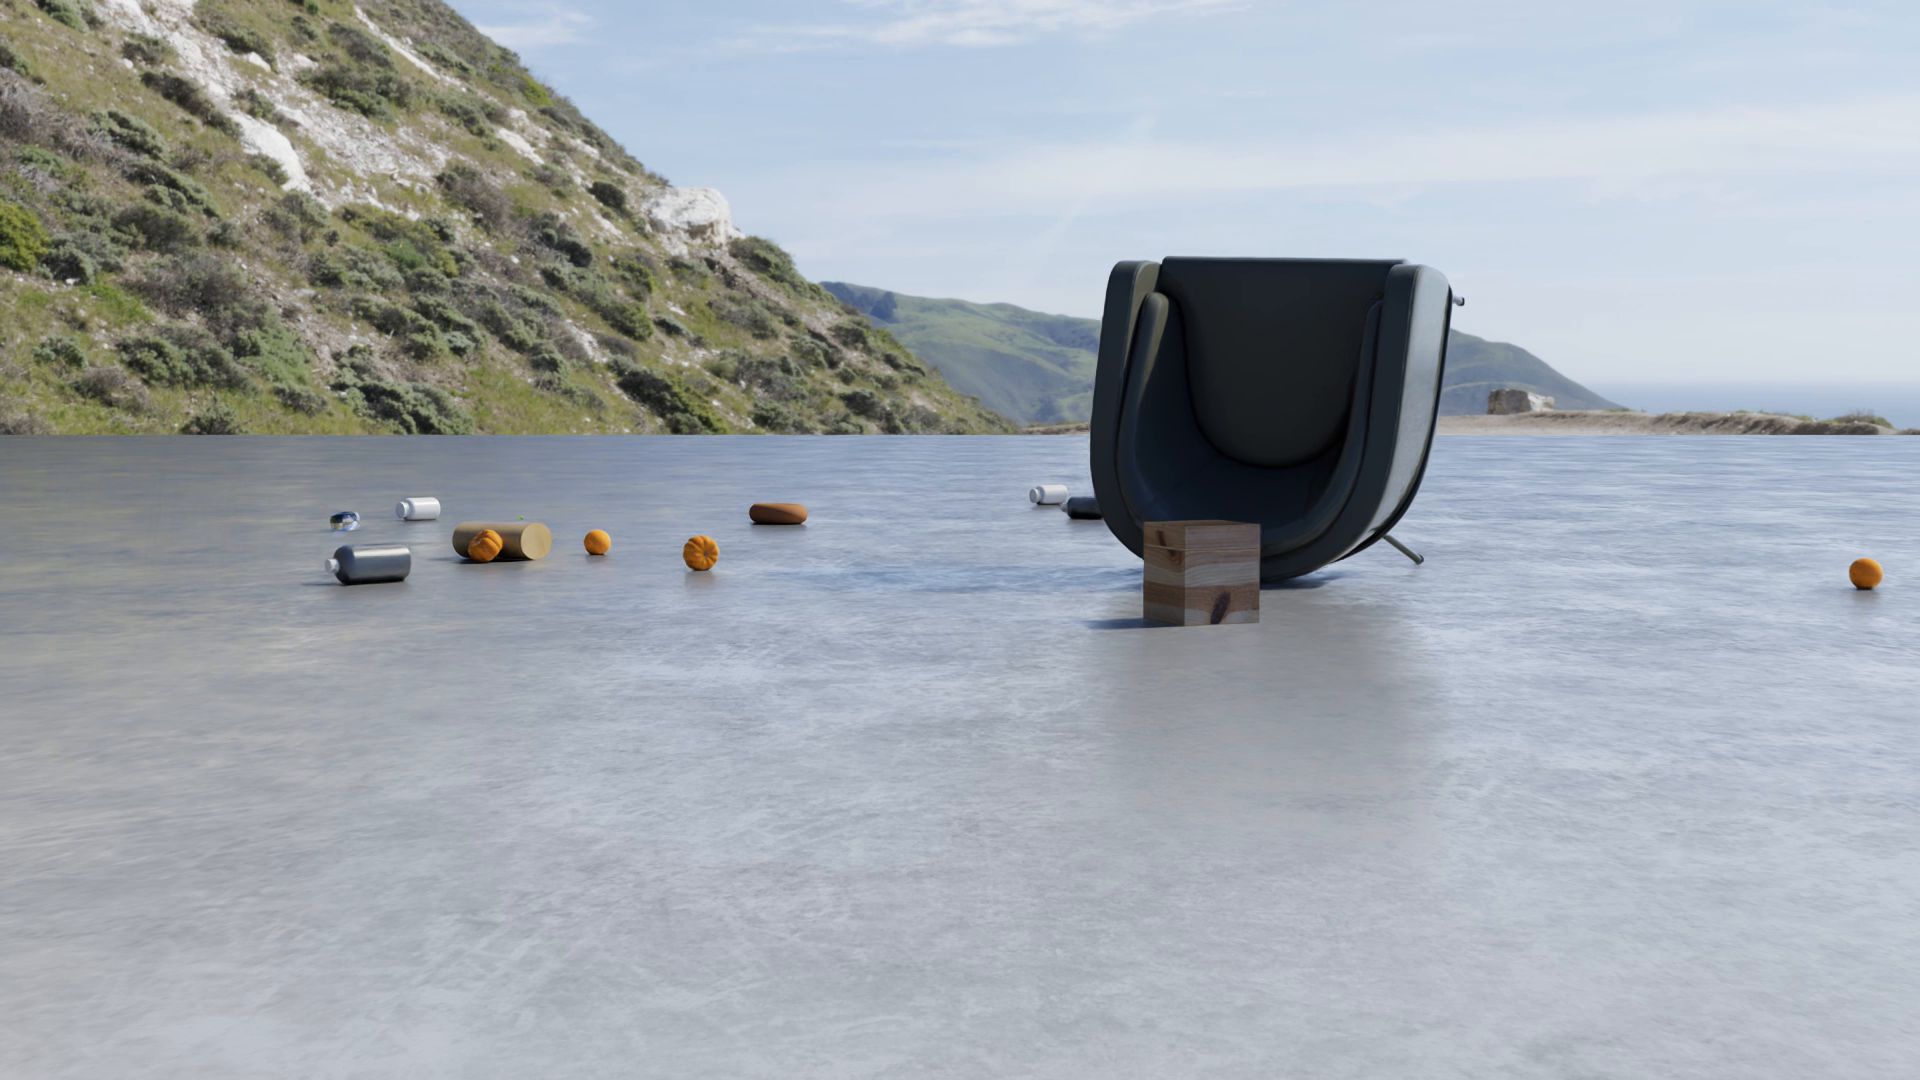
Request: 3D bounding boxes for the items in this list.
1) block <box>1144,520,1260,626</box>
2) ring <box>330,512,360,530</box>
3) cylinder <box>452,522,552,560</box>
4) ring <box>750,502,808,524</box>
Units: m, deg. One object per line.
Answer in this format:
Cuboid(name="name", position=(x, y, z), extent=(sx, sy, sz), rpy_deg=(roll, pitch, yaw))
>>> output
Cuboid(name="block", position=(0.467, 0.062, 4.261), extent=(0.165, 0.190, 0.161), rpy_deg=(-2, 4, -24))
Cuboid(name="ring", position=(-1.960, -0.060, 7.010), extent=(0.090, 0.057, 0.138), rpy_deg=(-1, 5, 2))
Cuboid(name="cylinder", position=(-1.211, 0.001, 5.823), extent=(0.201, 0.098, 0.170), rpy_deg=(1, 1, 18))
Cuboid(name="ring", position=(-0.610, -0.089, 7.378), extent=(0.172, 0.065, 0.259), rpy_deg=(-1, 3, -35))
